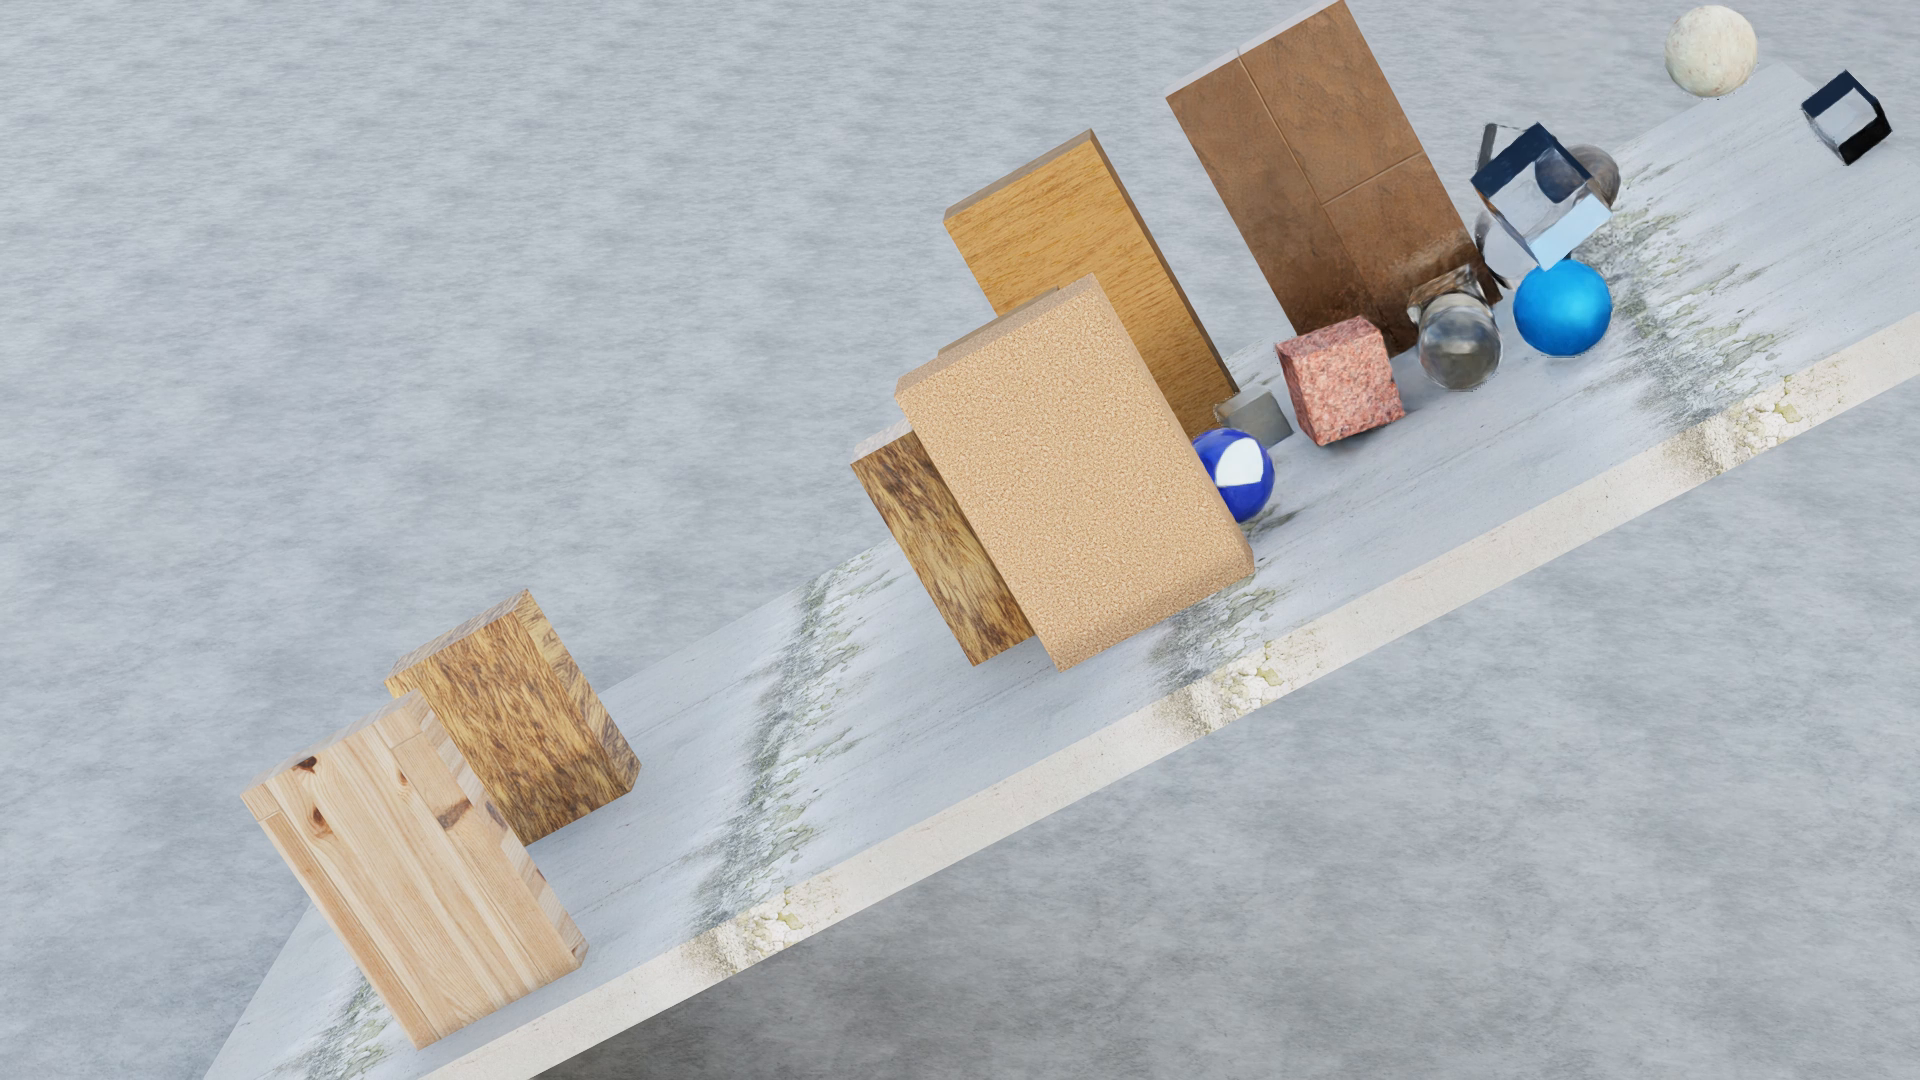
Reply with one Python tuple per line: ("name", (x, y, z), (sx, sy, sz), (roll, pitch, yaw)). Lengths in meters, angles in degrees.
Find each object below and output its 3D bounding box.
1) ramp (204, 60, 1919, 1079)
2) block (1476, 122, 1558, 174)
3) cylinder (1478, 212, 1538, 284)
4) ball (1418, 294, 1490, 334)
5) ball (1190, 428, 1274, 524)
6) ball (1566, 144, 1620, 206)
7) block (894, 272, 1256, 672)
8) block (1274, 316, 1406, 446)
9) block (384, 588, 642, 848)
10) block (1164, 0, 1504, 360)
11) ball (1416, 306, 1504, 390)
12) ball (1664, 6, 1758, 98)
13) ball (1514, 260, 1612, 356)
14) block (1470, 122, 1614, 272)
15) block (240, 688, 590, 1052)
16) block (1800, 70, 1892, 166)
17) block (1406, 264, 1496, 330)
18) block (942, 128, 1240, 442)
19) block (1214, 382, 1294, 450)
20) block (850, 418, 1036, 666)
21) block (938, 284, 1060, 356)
("ramp", (0.142, 0.168, 6.284), (4.000, 0.100, 2.000), (-28, 15, 12))
("block", (1.191, -0.818, 6.302), (0.122, 0.122, 0.122), (15, 9, 27))
("cylinder", (1.200, -0.640, 6.276), (0.184, 0.184, 0.184), (4, 7, 12))
("ball", (1.014, -0.430, 6.017), (0.150, 0.150, 0.150), (0, 18, 0))
("ball", (0.523, -0.124, 5.797), (0.193, 0.193, 0.193), (0, 18, 0))
("ball", (1.316, -0.758, 6.228), (0.161, 0.161, 0.161), (0, 18, 0))
("block", (0.222, -0.125, 5.617), (0.426, 0.635, 0.129), (-28, 15, 12))
("block", (0.775, -0.327, 6.010), (0.186, 0.186, 0.186), (-19, 15, 0))
("block", (-0.997, 0.412, 6.583), (0.346, 0.487, 0.149), (-28, 15, 12))
("block", (0.802, -0.744, 6.314), (0.422, 0.737, 0.118), (-28, 15, 12))
("ball", (0.995, -0.383, 5.858), (0.170, 0.170, 0.170), (0, 18, 0))
("ball", (1.467, -0.955, 5.750), (0.179, 0.179, 0.179), (0, 18, 0))
("ball", (1.167, -0.450, 5.698), (0.188, 0.188, 0.188), (0, 18, 0))
("block", (1.109, -0.653, 5.606), (0.168, 0.168, 0.168), (54, 9, 32))
("block", (-1.045, 0.638, 5.659), (0.382, 0.617, 0.092), (-28, 15, 12))
("block", (1.759, -0.837, 5.836), (0.110, 0.110, 0.110), (-38, 49, 9))
("block", (1.032, -0.478, 6.182), (0.130, 0.130, 0.130), (-24, 16, 24))
("block", (0.305, -0.508, 6.568), (0.372, 0.716, 0.140), (-28, 15, 12))
("block", (0.629, -0.255, 6.292), (0.109, 0.109, 0.109), (-31, 14, -1))
("block", (0.023, -0.030, 5.984), (0.269, 0.495, 0.140), (-28, 15, 12))
("block", (0.227, -0.159, 5.744), (0.266, 0.624, 0.093), (-28, 15, 12))
